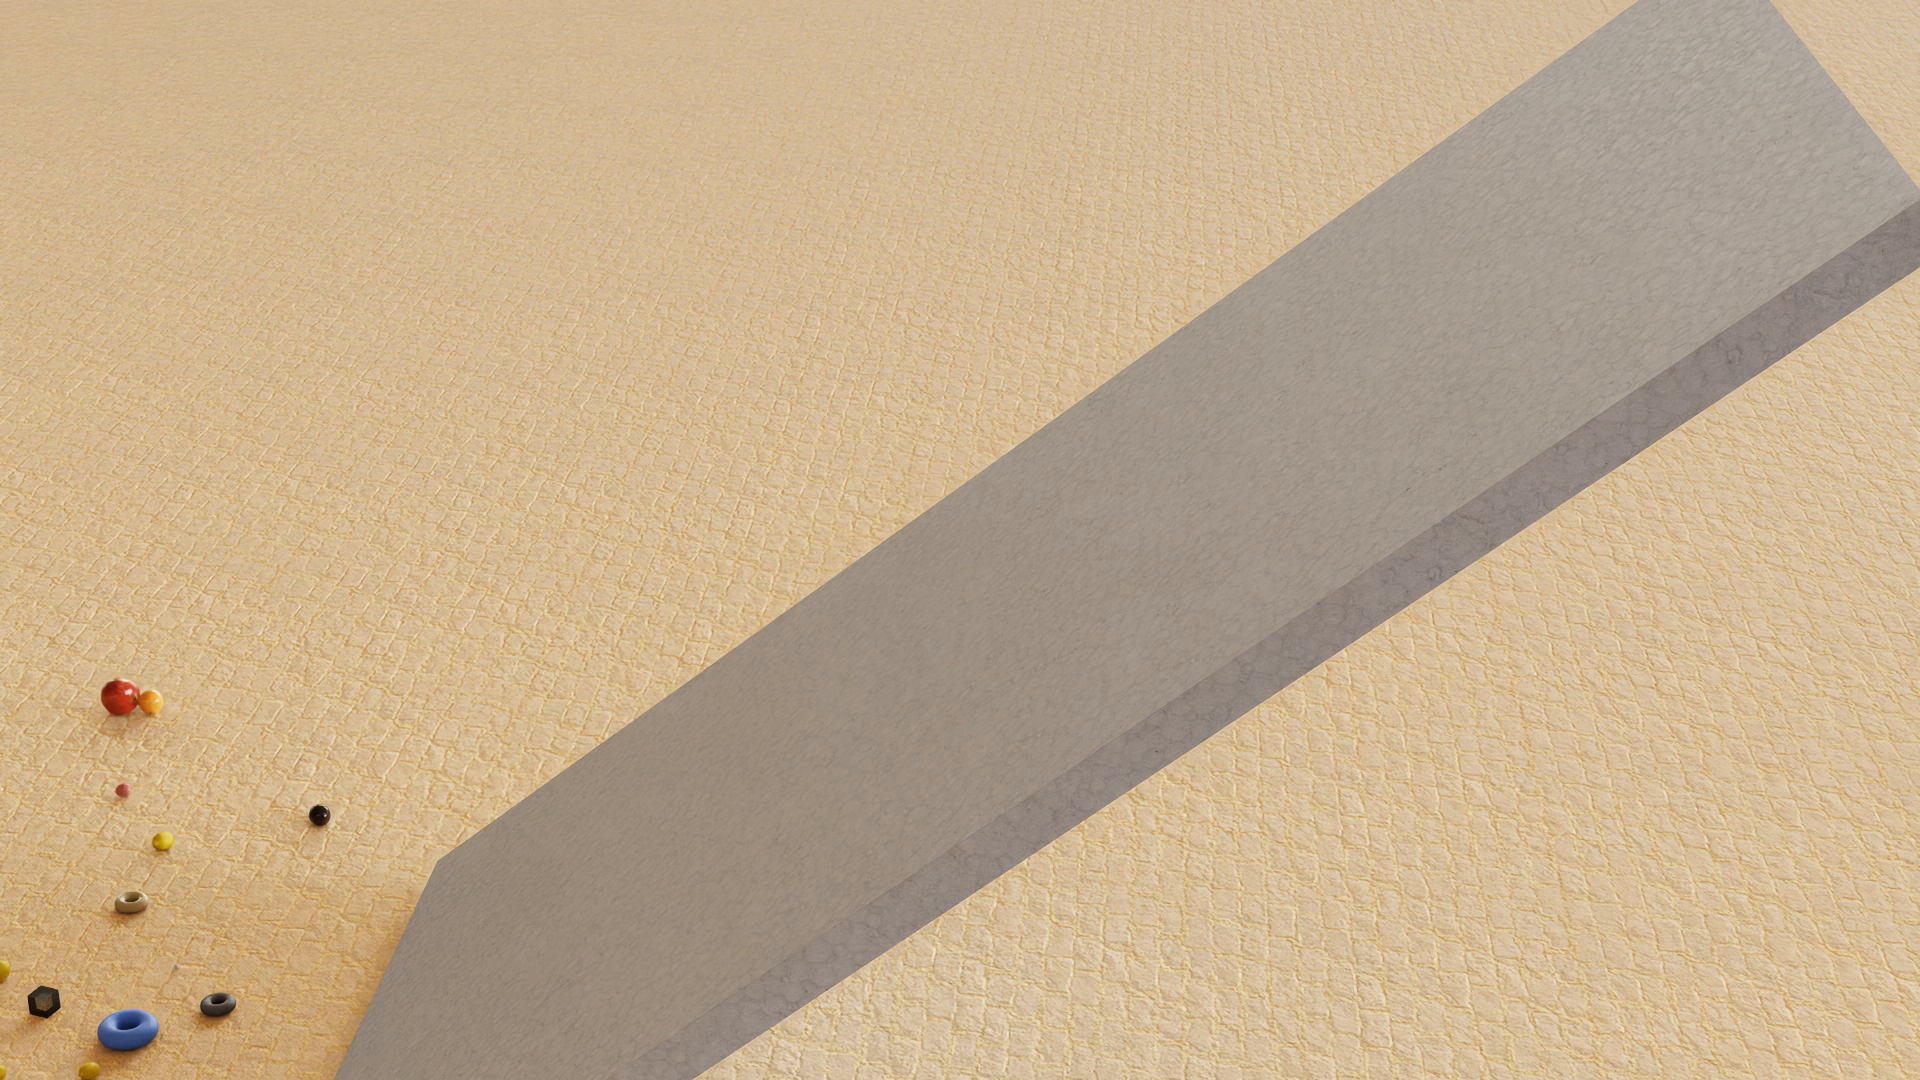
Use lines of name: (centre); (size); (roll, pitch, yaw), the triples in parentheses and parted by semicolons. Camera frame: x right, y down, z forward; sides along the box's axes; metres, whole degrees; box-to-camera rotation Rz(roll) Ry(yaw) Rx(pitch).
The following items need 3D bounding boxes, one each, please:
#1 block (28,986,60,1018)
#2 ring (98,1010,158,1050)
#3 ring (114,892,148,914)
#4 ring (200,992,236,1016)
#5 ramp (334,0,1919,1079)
block: (-2.271, 1.145, 7.293); (0.053, 0.053, 0.053); (9, 25, 20)
ring: (-2.032, 1.196, 7.183); (0.145, 0.048, 0.145); (1, 22, 0)
ring: (-2.186, 0.956, 7.762); (0.088, 0.029, 0.088); (1, 24, 0)
ring: (-1.842, 1.153, 7.305); (0.089, 0.030, 0.089); (-1, 22, 0)
ramp: (0.123, 0.183, 6.334); (4.000, 0.100, 2.000); (-35, 16, 17)
